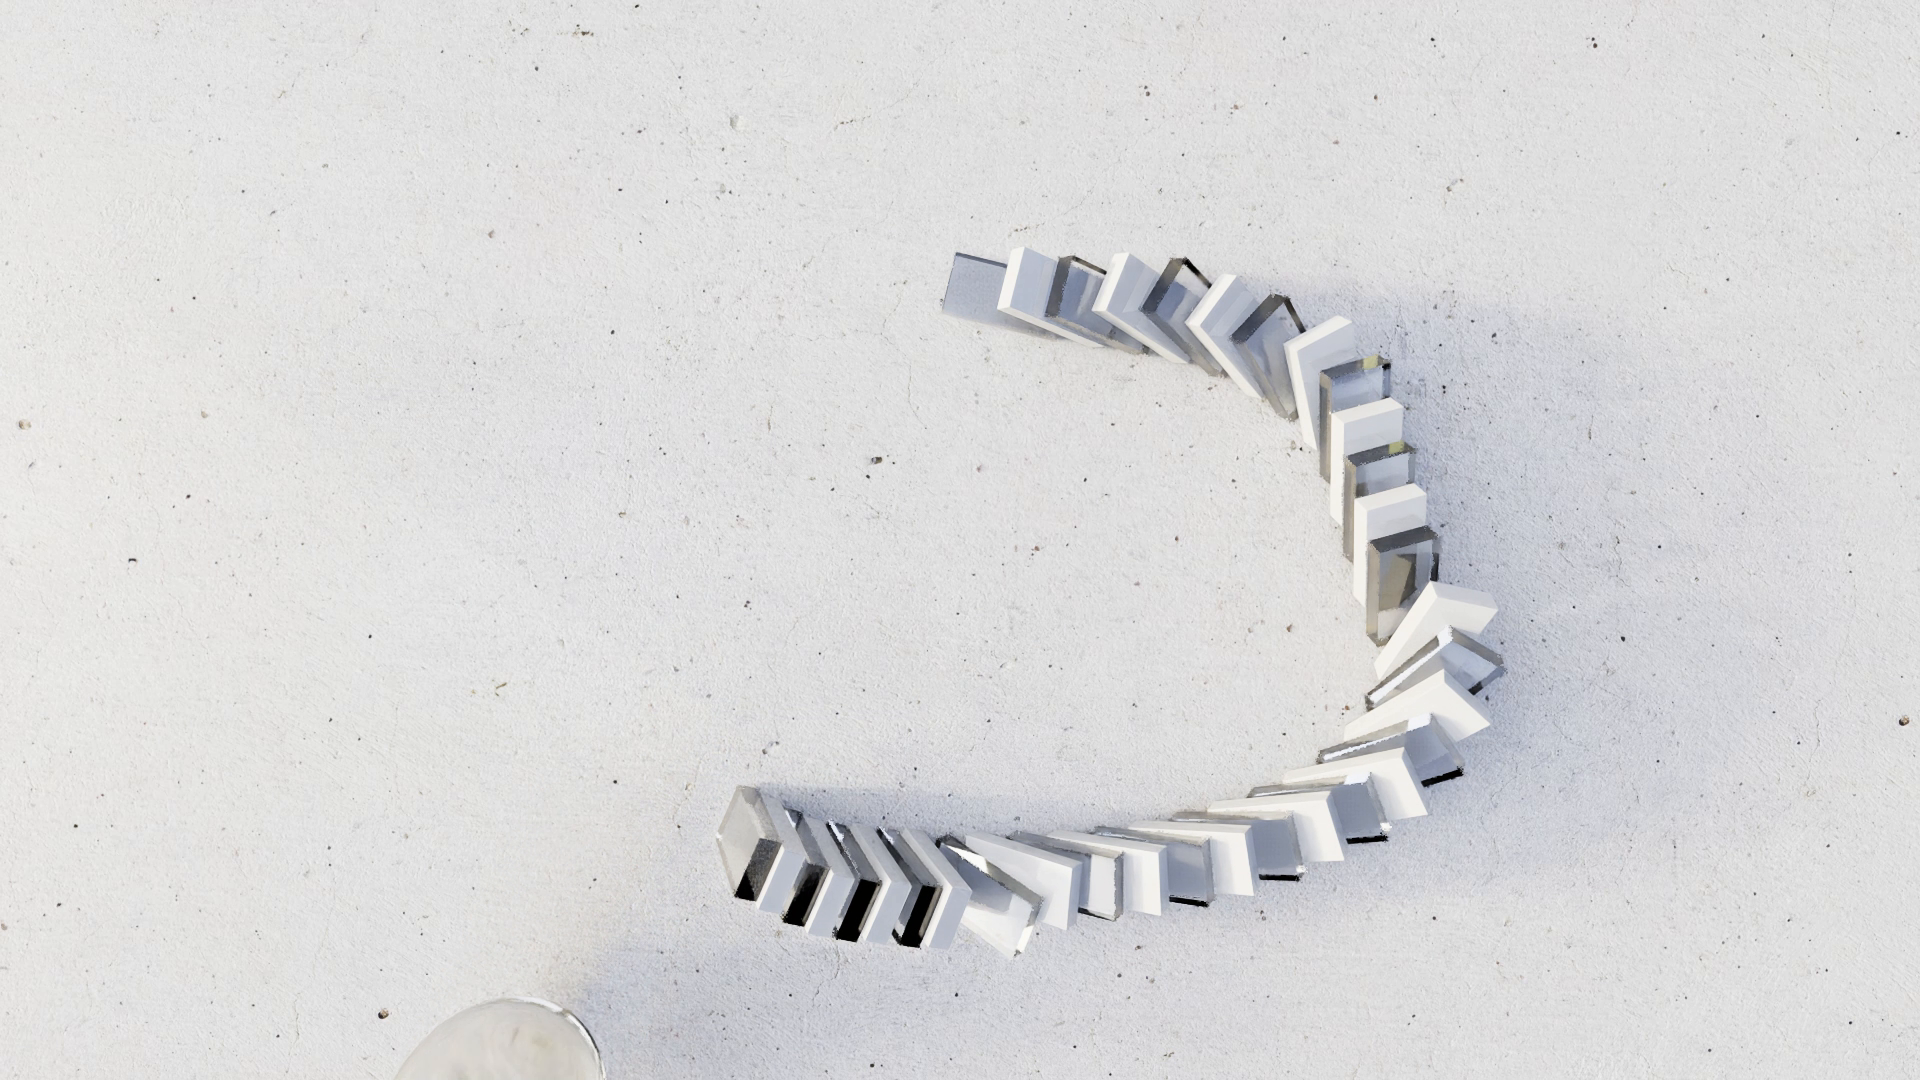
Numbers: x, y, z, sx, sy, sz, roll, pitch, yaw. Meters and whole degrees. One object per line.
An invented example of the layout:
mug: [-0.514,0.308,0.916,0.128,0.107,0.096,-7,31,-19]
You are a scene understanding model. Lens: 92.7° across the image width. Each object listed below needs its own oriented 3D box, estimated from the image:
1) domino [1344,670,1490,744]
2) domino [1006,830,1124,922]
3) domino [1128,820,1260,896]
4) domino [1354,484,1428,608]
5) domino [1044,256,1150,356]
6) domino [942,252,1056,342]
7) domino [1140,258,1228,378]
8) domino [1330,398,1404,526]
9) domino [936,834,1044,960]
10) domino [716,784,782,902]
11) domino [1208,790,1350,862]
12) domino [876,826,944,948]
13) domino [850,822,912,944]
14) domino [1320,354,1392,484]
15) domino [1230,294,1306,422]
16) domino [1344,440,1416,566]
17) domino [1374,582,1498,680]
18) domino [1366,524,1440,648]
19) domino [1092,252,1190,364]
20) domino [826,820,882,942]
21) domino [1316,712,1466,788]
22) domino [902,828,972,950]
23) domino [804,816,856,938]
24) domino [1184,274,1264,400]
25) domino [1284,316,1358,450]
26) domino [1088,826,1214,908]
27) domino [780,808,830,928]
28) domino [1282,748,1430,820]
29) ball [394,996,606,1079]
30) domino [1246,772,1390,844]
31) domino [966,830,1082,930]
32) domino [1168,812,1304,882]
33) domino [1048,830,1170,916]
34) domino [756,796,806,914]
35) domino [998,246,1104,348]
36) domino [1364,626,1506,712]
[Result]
domino: [0.189,0.077,0.381,0.025,0.009,0.050,42,127,-1]
domino: [0.043,0.139,0.382,0.050,0.010,0.025,0,90,33]
domino: [0.097,0.132,0.382,0.050,0.009,0.025,-9,90,34]
domino: [0.179,0.003,0.383,0.025,0.009,0.050,-15,123,0]
domino: [0.060,-0.097,0.383,0.050,0.010,0.025,14,91,-32]
domino: [0.020,-0.105,0.395,0.050,0.010,0.025,14,90,0]
domino: [0.100,-0.092,0.383,0.050,0.009,0.025,31,90,-33]
domino: [0.169,-0.032,0.382,0.025,0.010,0.050,-15,123,-1]
domino: [0.008,0.148,0.381,0.050,0.009,0.025,25,100,31]
domino: [-0.087,0.123,0.375,0.009,0.050,0.025,24,90,-25]
domino: [0.132,0.121,0.382,0.050,0.009,0.025,-17,90,35]
domino: [-0.025,0.141,0.376,0.009,0.050,0.025,22,90,-27]
domino: [-0.037,0.139,0.375,0.010,0.050,0.025,24,90,-25]
domino: [0.164,-0.049,0.382,0.025,0.010,0.050,-16,123,-2]
domino: [0.134,-0.075,0.382,0.025,0.009,0.050,-47,125,0]
domino: [0.175,-0.015,0.382,0.025,0.009,0.050,-15,123,0]
domino: [0.196,0.041,0.380,0.025,0.010,0.050,12,130,-1]
domino: [0.184,0.020,0.383,0.025,0.009,0.050,-15,122,0]
domino: [0.080,-0.096,0.383,0.050,0.010,0.025,22,90,-31]
domino: [-0.049,0.139,0.375,0.009,0.050,0.025,24,90,-25]
domino: [0.178,0.093,0.381,0.050,0.009,0.025,-34,91,36]
domino: [-0.014,0.142,0.375,0.009,0.050,0.025,21,91,-27]
domino: [-0.059,0.137,0.375,0.009,0.050,0.025,24,90,-25]
domino: [0.118,-0.084,0.383,0.050,0.010,0.025,37,90,-32]
domino: [0.153,-0.065,0.382,0.025,0.009,0.050,-28,124,-1]
domino: [0.079,0.136,0.382,0.050,0.009,0.025,-5,90,33]
domino: [-0.069,0.133,0.375,0.010,0.050,0.025,24,90,-25]
domino: [0.164,0.105,0.381,0.050,0.009,0.025,-25,91,36]
ball: [-0.182,0.224,0.360,0.080,0.080,0.080,0,90,0]
domino: [0.148,0.114,0.382,0.050,0.010,0.025,-20,90,35]
domino: [0.025,0.141,0.382,0.050,0.009,0.025,6,91,33]
domino: [0.115,0.127,0.382,0.050,0.010,0.025,-12,90,34]
domino: [0.061,0.138,0.382,0.050,0.009,0.025,-3,90,33]
domino: [-0.078,0.128,0.375,0.010,0.050,0.025,24,90,-25]
domino: [0.042,-0.101,0.383,0.050,0.010,0.025,14,90,-30]
domino: [0.196,0.060,0.381,0.025,0.009,0.050,30,128,-1]
